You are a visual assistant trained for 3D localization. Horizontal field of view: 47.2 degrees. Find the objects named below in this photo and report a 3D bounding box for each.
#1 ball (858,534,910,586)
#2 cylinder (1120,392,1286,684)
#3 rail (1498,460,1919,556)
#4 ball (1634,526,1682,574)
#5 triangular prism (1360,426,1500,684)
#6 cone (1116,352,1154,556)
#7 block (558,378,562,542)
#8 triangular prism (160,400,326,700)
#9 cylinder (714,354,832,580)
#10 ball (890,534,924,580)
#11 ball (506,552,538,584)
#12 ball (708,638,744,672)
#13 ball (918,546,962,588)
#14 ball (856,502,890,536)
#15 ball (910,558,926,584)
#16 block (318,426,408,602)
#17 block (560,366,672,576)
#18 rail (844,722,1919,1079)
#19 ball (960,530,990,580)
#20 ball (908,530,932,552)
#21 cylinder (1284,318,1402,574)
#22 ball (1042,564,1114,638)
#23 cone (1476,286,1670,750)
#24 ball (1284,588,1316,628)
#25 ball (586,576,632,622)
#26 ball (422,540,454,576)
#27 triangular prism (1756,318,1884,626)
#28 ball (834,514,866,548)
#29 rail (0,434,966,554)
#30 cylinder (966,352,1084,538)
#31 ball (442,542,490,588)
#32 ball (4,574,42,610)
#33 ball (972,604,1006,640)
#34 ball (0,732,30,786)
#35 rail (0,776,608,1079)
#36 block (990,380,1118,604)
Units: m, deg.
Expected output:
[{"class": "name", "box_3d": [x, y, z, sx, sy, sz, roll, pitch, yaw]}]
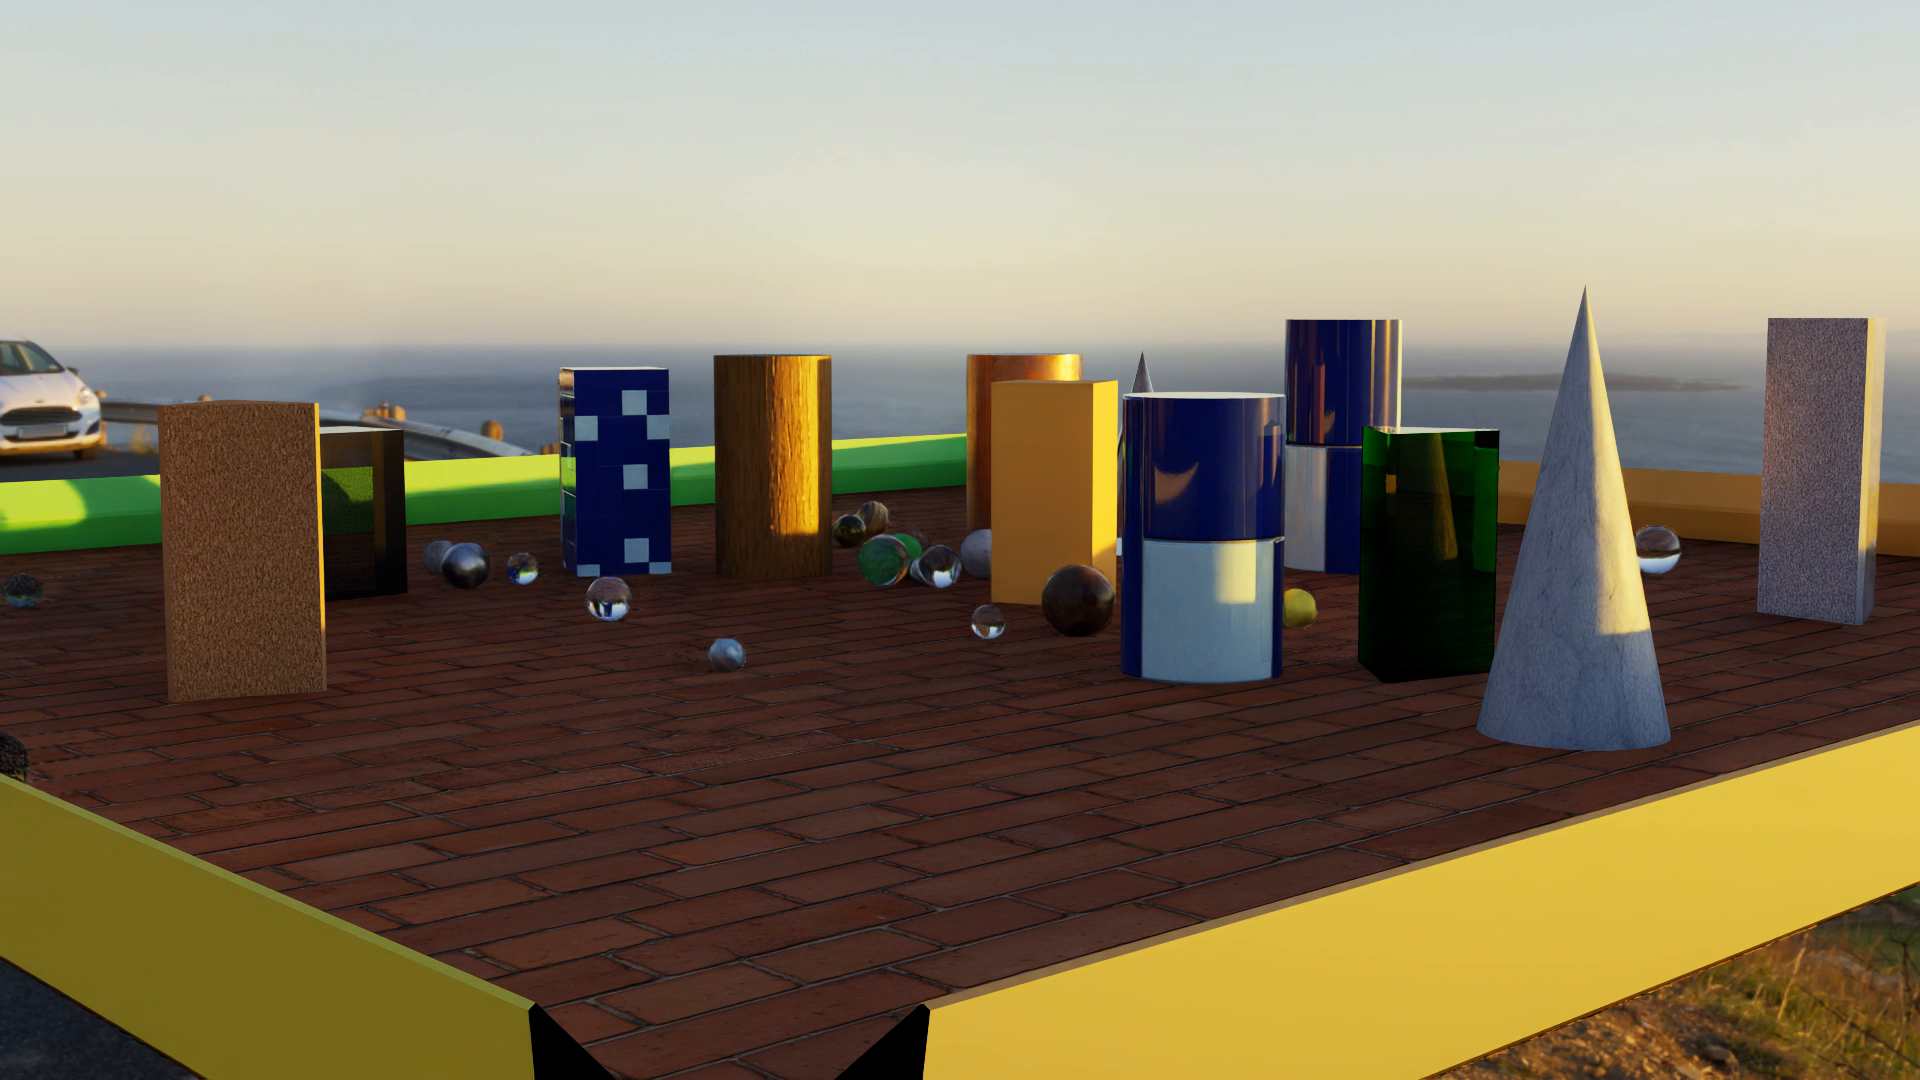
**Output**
[{"class": "ball", "box_3d": [-0.123, 0.033, 3.569, 0.084, 0.084, 0.084, 0, 6, 0]}, {"class": "cylinder", "box_3d": [0.299, -0.007, 2.710, 0.200, 0.342, 0.200, 0, 6, 0]}, {"class": "rail", "box_3d": [1.254, -0.086, 4.482, 0.045, 0.130, 3.418, -5, 8, -42]}, {"class": "ball", "box_3d": [1.181, 0.018, 3.732, 0.082, 0.082, 0.082, 0, 6, 0]}, {"class": "triangular prism", "box_3d": [0.550, 0.012, 2.733, 0.173, 0.300, 0.150, -3, 7, -30]}, {"class": "cone", "box_3d": [0.338, -0.166, 4.089, 0.200, 0.373, 0.200, 0, 6, 0]}, {"class": "block", "box_3d": [-0.695, -0.161, 4.311, 0.160, 0.317, 0.160, 0, 6, -2]}, {"class": "triangular prism", "box_3d": [-0.855, 0.006, 2.606, 0.173, 0.338, 0.150, -3, 6, -23]}, {"class": "cylinder", "box_3d": [-0.318, -0.129, 3.744, 0.200, 0.370, 0.200, 0, 6, 0]}, {"class": "ball", "box_3d": [-0.100, 0.028, 3.651, 0.078, 0.078, 0.078, 0, 6, 0]}, {"class": "ball", "box_3d": [-0.714, 0.047, 3.589, 0.052, 0.052, 0.052, 0, 6, 0]}, {"class": "ball", "box_3d": [-0.289, 0.142, 2.717, 0.043, 0.043, 0.043, 0, 6, 0]}, {"class": "ball", "box_3d": [-0.032, 0.043, 3.547, 0.069, 0.069, 0.069, 0, 6, 0]}, {"class": "ball", "box_3d": [-0.174, -0.043, 4.376, 0.068, 0.068, 0.068, 0, 6, 0]}, {"class": "ball", "box_3d": [-0.060, 0.049, 3.600, 0.045, 0.045, 0.045, 0, 6, 0]}, {"class": "block", "box_3d": [-0.988, -0.044, 3.465, 0.160, 0.259, 0.160, 5, 8, 42]}, {"class": "block", "box_3d": [-0.593, -0.121, 3.780, 0.160, 0.347, 0.160, -2, 6, -19]}, {"class": "rail", "box_3d": [1.143, 0.162, 2.100, 3.459, 0.130, 0.045, -5, 8, -42]}, {"class": "ball", "box_3d": [0.042, 0.023, 3.664, 0.083, 0.083, 0.083, 0, 6, 0]}, {"class": "ball", "box_3d": [-0.078, 0.012, 3.901, 0.057, 0.057, 0.057, 0, 6, 0]}, {"class": "cylinder", "box_3d": [0.661, -0.166, 3.812, 0.200, 0.430, 0.200, 0, 6, 0]}, {"class": "ball", "box_3d": [0.161, 0.083, 3.011, 0.100, 0.100, 0.100, 0, 6, 0]}, {"class": "cone", "box_3d": [0.650, -0.032, 2.310, 0.200, 0.474, 0.200, 0, 6, 0]}, {"class": "ball", "box_3d": [0.474, 0.096, 3.097, 0.056, 0.056, 0.056, 0, 6, 0]}, {"class": "ball", "box_3d": [-0.505, 0.084, 3.165, 0.065, 0.065, 0.065, 0, 6, 0]}, {"class": "ball", "box_3d": [-0.876, 0.030, 3.713, 0.060, 0.060, 0.060, 0, 6, 0]}, {"class": "triangular prism", "box_3d": [1.295, -0.106, 3.216, 0.150, 0.435, 0.173, -4, 7, -33]}, {"class": "ball", "box_3d": [-0.208, -0.017, 4.154, 0.062, 0.062, 0.062, 0, 6, 0]}, {"class": "rail", "box_3d": [-1.143, -0.094, 4.564, 3.459, 0.130, 0.045, -5, 8, -42]}, {"class": "cylinder", "box_3d": [0.111, -0.133, 3.773, 0.200, 0.371, 0.200, 0, 6, 0]}, {"class": "ball", "box_3d": [-0.793, 0.041, 3.534, 0.076, 0.076, 0.076, 0, 6, 0]}, {"class": "ball", "box_3d": [-1.403, 0.077, 3.294, 0.053, 0.053, 0.053, 0, 6, 0]}, {"class": "ball", "box_3d": [0.039, 0.111, 2.993, 0.047, 0.047, 0.047, 0, 6, 0]}, {"class": "ball", "box_3d": [-0.882, 0.206, 1.999, 0.066, 0.066, 0.066, 0, 6, 0]}, {"class": "rail", "box_3d": [-1.254, 0.154, 2.181, 0.045, 0.130, 3.418, -5, 8, -42]}, {"class": "block", "box_3d": [0.147, -0.077, 3.408, 0.160, 0.336, 0.160, 2, 6, 17]}]
